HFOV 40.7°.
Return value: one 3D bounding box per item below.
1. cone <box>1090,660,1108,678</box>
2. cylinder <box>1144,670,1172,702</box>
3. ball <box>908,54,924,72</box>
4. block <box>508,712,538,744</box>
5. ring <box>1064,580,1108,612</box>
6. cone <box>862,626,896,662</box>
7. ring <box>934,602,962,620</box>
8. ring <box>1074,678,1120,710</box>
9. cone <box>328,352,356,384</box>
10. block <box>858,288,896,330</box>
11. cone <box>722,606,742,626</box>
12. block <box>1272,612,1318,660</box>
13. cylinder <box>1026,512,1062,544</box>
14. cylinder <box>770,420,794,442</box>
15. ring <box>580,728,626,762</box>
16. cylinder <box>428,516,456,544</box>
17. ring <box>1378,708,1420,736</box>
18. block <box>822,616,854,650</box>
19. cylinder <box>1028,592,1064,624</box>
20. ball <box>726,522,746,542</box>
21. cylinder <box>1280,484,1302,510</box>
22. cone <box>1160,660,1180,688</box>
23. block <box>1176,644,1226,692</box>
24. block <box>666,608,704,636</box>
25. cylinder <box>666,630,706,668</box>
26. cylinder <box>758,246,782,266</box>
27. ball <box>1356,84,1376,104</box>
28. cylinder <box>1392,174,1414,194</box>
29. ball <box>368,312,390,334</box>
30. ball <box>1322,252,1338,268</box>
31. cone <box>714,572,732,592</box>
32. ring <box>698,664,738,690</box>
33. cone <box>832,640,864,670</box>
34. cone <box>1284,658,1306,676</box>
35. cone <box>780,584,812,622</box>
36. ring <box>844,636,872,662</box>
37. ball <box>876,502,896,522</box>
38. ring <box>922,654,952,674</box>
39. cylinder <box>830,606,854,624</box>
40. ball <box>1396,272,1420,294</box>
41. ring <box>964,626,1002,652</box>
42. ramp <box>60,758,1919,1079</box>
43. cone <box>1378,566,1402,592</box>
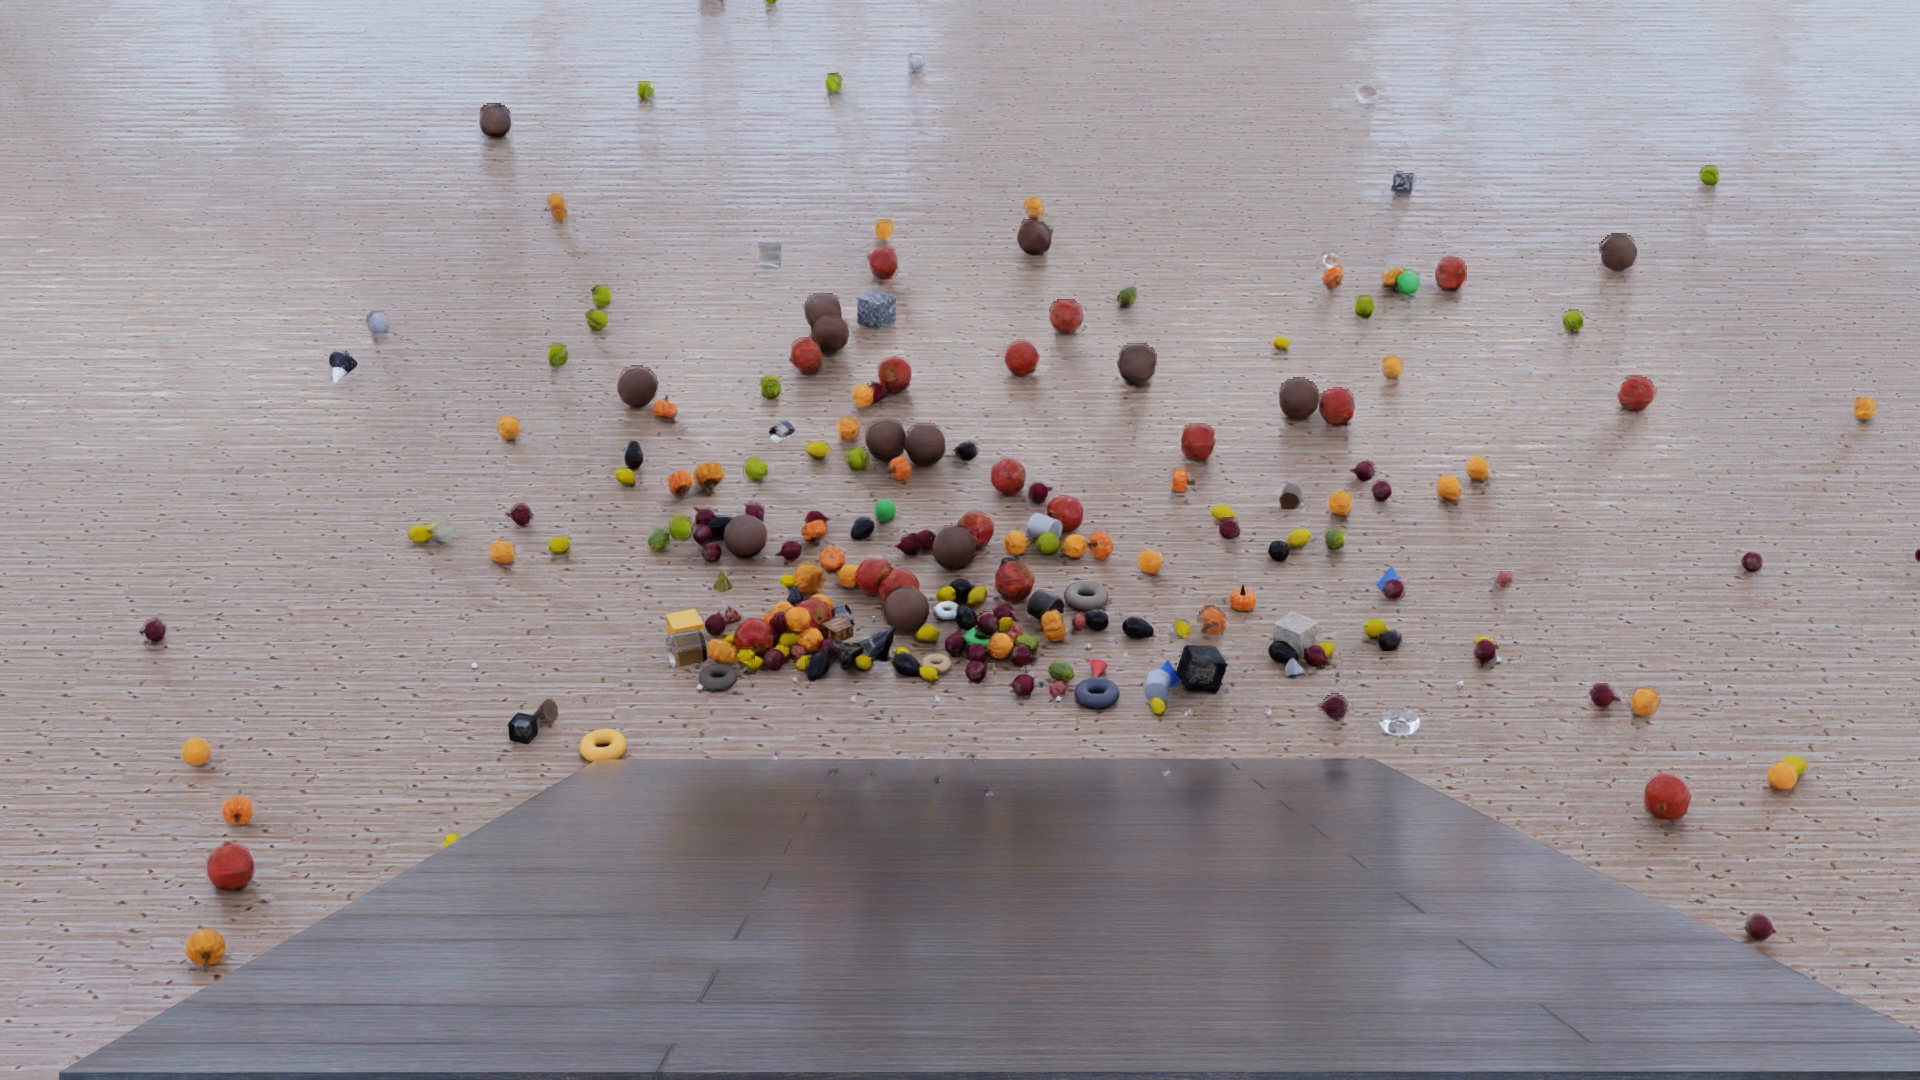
[{"bbox_3d":[0.379,0.365,7.156,0.052,0.052,0.052,8,58,12],"label":"cone"},{"bbox_3d":[0.540,0.398,7.059,0.066,0.066,0.066,6,31,10],"label":"cylinder"},{"bbox_3d":[-0.190,-2.070,11.229,0.072,0.072,0.072,0,31,0],"label":"ball"},{"bbox_3d":[-1.164,0.502,6.894,0.055,0.055,0.055,11,32,17],"label":"block"},{"bbox_3d":[0.364,0.162,7.482,0.130,0.043,0.130,1,31,-1],"label":"ring"},{"bbox_3d":[-0.207,0.272,7.207,0.095,0.095,0.095,31,27,-17],"label":"cone"},{"bbox_3d":[-0.037,0.203,7.428,0.081,0.027,0.081,1,30,-1],"label":"ring"},{"bbox_3d":[0.373,0.417,7.052,0.124,0.041,0.124,-1,31,1],"label":"ring"},{"bbox_3d":[-2.091,-0.563,8.708,0.098,0.098,0.098,6,58,10],"label":"cone"},{"bbox_3d":[-0.291,-0.809,9.073,0.096,0.096,0.096,23,37,33],"label":"block"},{"bbox_3d":[-0.661,0.226,7.390,0.054,0.054,0.054,24,65,34],"label":"cone"},{"bbox_3d":[0.939,0.269,7.256,0.088,0.088,0.088,24,38,34],"label":"block"},{"bbox_3d":[0.255,-0.035,7.782,0.077,0.077,0.077,22,37,32],"label":"cylinder"},{"bbox_3d":[-0.574,-0.349,8.334,0.055,0.055,0.055,19,36,29],"label":"cylinder"},{"bbox_3d":[-0.943,0.544,6.837,0.126,0.042,0.126,-1,31,1],"label":"ring"},{"bbox_3d":[-1.553,-0.028,7.762,0.060,0.060,0.060,-32,16,10],"label":"cylinder"},{"bbox_3d":[1.178,0.487,6.939,0.109,0.036,0.109,-1,31,1],"label":"ring"},{"bbox_3d":[-0.345,0.264,7.290,0.062,0.062,0.062,-25,39,-35],"label":"block"},{"bbox_3d":[0.244,0.193,7.397,0.075,0.075,0.075,22,37,33],"label":"cylinder"},{"bbox_3d":[-0.672,-0.026,7.782,0.060,0.060,0.060,0,31,0],"label":"ball"},{"bbox_3d":[1.017,-0.135,7.967,0.060,0.060,0.060,7,31,12],"label":"cylinder"},{"bbox_3d":[0.571,0.356,7.125,0.071,0.071,0.071,0,31,0],"label":"cone"},{"bbox_3d":[0.661,0.352,7.092,0.092,0.092,0.092,5,28,-20],"label":"block"},{"bbox_3d":[-0.772,0.258,7.277,0.085,0.085,0.085,-11,32,-18],"label":"block"},{"bbox_3d":[-0.760,0.302,7.197,0.091,0.091,0.091,-11,32,-18],"label":"cylinder"},{"bbox_3d":[-0.695,-1.041,9.483,0.077,0.077,0.077,1,31,2],"label":"cylinder"},{"bbox_3d":[1.712,-1.876,10.891,0.083,0.083,0.083,0,31,0],"label":"ball"},{"bbox_3d":[1.724,-1.385,10.069,0.072,0.072,0.072,10,32,17],"label":"cylinder"},{"bbox_3d":[-2.021,-0.754,9.002,0.073,0.073,0.073,0,31,0],"label":"ball"},{"bbox_3d":[1.356,-1.024,9.476,0.056,0.056,0.056,0,31,0],"label":"ball"},{"bbox_3d":[-0.694,0.112,7.552,0.057,0.057,0.057,0,31,0],"label":"cone"},{"bbox_3d":[-0.666,0.377,7.126,0.106,0.035,0.106,0,32,0],"label":"ring"},{"bbox_3d":[-0.327,0.304,7.176,0.084,0.084,0.084,41,45,17],"label":"cone"},{"bbox_3d":[0.936,0.360,7.165,0.054,0.054,0.054,21,26,-18],"label":"cone"},{"bbox_3d":[-0.471,0.167,7.421,0.095,0.095,0.095,0,31,0],"label":"cone"},{"bbox_3d":[-0.285,0.305,7.247,0.107,0.036,0.107,0,30,0],"label":"ring"},{"bbox_3d":[-0.226,-0.086,7.880,0.063,0.063,0.063,0,31,0],"label":"ball"},{"bbox_3d":[-0.066,0.344,7.188,0.084,0.028,0.084,1,29,0],"label":"ring"},{"bbox_3d":[-0.334,0.226,7.357,0.060,0.060,0.060,-6,31,-10],"label":"cylinder"},{"bbox_3d":[1.599,-0.916,9.232,0.082,0.082,0.082,0,31,0],"label":"ball"},{"bbox_3d":[0.066,0.279,7.291,0.109,0.036,0.109,-1,30,0],"label":"ring"},{"bbox_3d":[0.068,0.607,4.673,2.000,0.100,4.000,0,0,0],"label":"ramp"},{"bbox_3d":[1.257,0.104,7.551,0.071,0.071,0.071,0,31,0],"label":"cone"}]
